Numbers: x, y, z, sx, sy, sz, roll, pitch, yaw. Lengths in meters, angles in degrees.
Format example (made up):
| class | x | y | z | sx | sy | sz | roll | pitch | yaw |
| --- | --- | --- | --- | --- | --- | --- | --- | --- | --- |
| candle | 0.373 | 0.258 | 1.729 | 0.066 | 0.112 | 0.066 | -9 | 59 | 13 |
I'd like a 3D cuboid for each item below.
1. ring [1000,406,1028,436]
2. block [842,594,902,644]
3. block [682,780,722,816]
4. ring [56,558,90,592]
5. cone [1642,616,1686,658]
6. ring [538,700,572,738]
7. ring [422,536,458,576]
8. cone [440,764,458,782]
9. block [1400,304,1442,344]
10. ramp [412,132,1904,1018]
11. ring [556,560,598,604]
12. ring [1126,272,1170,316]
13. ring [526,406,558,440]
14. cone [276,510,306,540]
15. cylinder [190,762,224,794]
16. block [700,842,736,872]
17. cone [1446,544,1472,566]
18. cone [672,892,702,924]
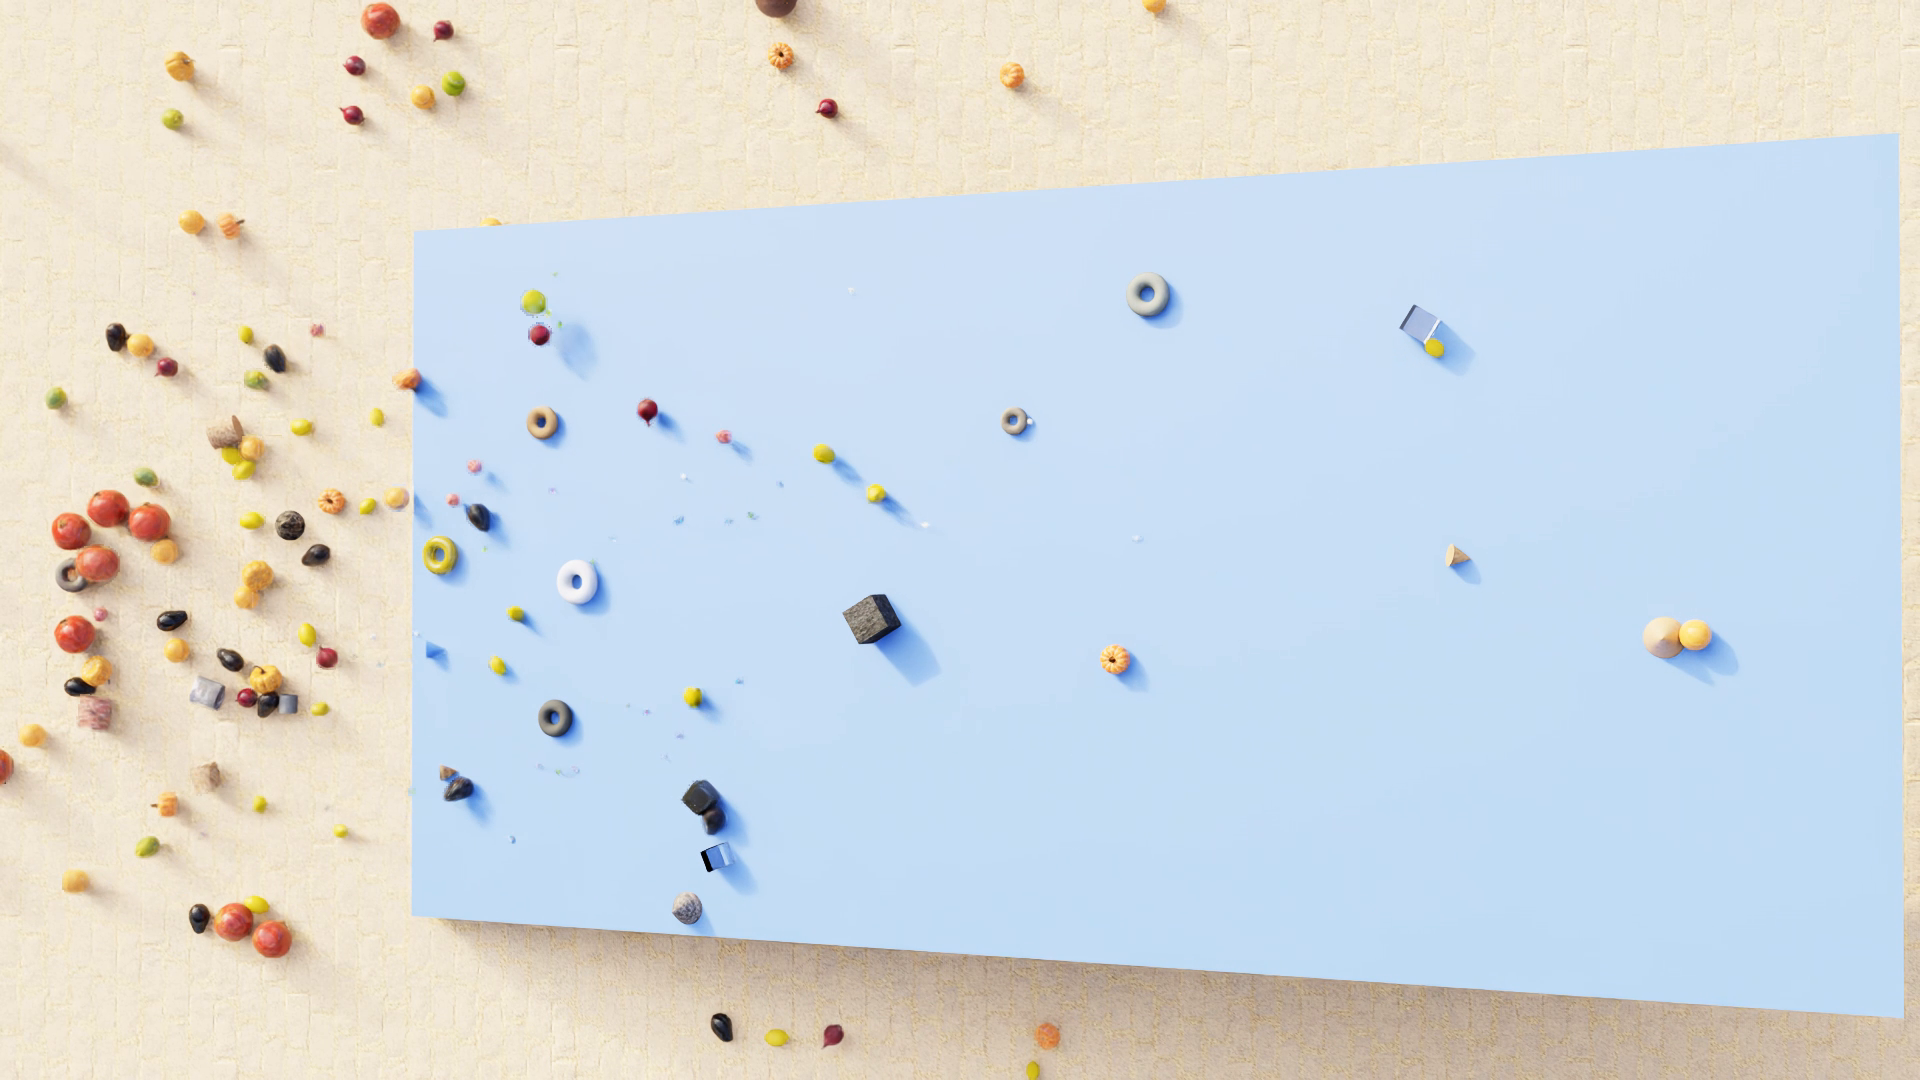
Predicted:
| class | x | y | z | sx | sy | sz | roll | pitch | yaw |
| --- | --- | --- | --- | --- | --- | --- | --- | --- | --- |
| ring | 0.141 | -0.311 | 5.736 | 0.075 | 0.025 | 0.075 | 0 | 91 | 21 |
| block | -0.233 | 0.210 | 5.837 | 0.097 | 0.097 | 0.097 | -33 | 78 | 18 |
| block | -0.709 | 0.706 | 6.032 | 0.066 | 0.066 | 0.066 | 39 | 103 | 17 |
| ring | -2.621 | 0.104 | 6.498 | 0.103 | 0.034 | 0.103 | 0 | 89 | -5 |
| cone | 1.633 | 0.228 | 5.107 | 0.098 | 0.098 | 0.098 | 0 | 89 | 21 |
| ring | -1.145 | 0.504 | 6.222 | 0.108 | 0.036 | 0.108 | -1 | 88 | 22 |
| ring | -1.504 | 0.044 | 6.366 | 0.117 | 0.039 | 0.117 | 0 | 90 | 21 |
| cone | -1.474 | 0.669 | 6.354 | 0.052 | 0.052 | 0.052 | -6 | 89 | -5 |
| block | 1.117 | -0.523 | 5.334 | 0.068 | 0.068 | 0.068 | 34 | 101 | 18 |
| ramp | 0.282 | 0.087 | 5.743 | 4.000 | 0.100 | 2.000 | 0 | 89 | 21 |
| ring | -1.078 | 0.119 | 6.197 | 0.128 | 0.043 | 0.128 | 0 | 90 | 23 |
| ring | 0.479 | -0.626 | 5.601 | 0.115 | 0.038 | 0.115 | 0 | 91 | 21 |
| ring | -1.188 | -0.335 | 6.251 | 0.098 | 0.033 | 0.098 | 0 | 90 | 21 |
| cone | -1.986 | -0.043 | 6.473 | 0.090 | 0.090 | 0.090 | 0 | 89 | 0 |
| cylinder | -2.216 | 0.699 | 6.470 | 0.075 | 0.075 | 0.075 | -17 | 89 | 0 |
| block | -0.662 | 0.868 | 6.015 | 0.060 | 0.060 | 0.060 | -25 | 80 | 19 |
| cone | 1.210 | 0.041 | 5.314 | 0.056 | 0.056 | 0.056 | 10 | 89 | -5 |
| cone | -0.770 | 1.017 | 6.038 | 0.092 | 0.092 | 0.092 | 0 | 89 | 21 |
